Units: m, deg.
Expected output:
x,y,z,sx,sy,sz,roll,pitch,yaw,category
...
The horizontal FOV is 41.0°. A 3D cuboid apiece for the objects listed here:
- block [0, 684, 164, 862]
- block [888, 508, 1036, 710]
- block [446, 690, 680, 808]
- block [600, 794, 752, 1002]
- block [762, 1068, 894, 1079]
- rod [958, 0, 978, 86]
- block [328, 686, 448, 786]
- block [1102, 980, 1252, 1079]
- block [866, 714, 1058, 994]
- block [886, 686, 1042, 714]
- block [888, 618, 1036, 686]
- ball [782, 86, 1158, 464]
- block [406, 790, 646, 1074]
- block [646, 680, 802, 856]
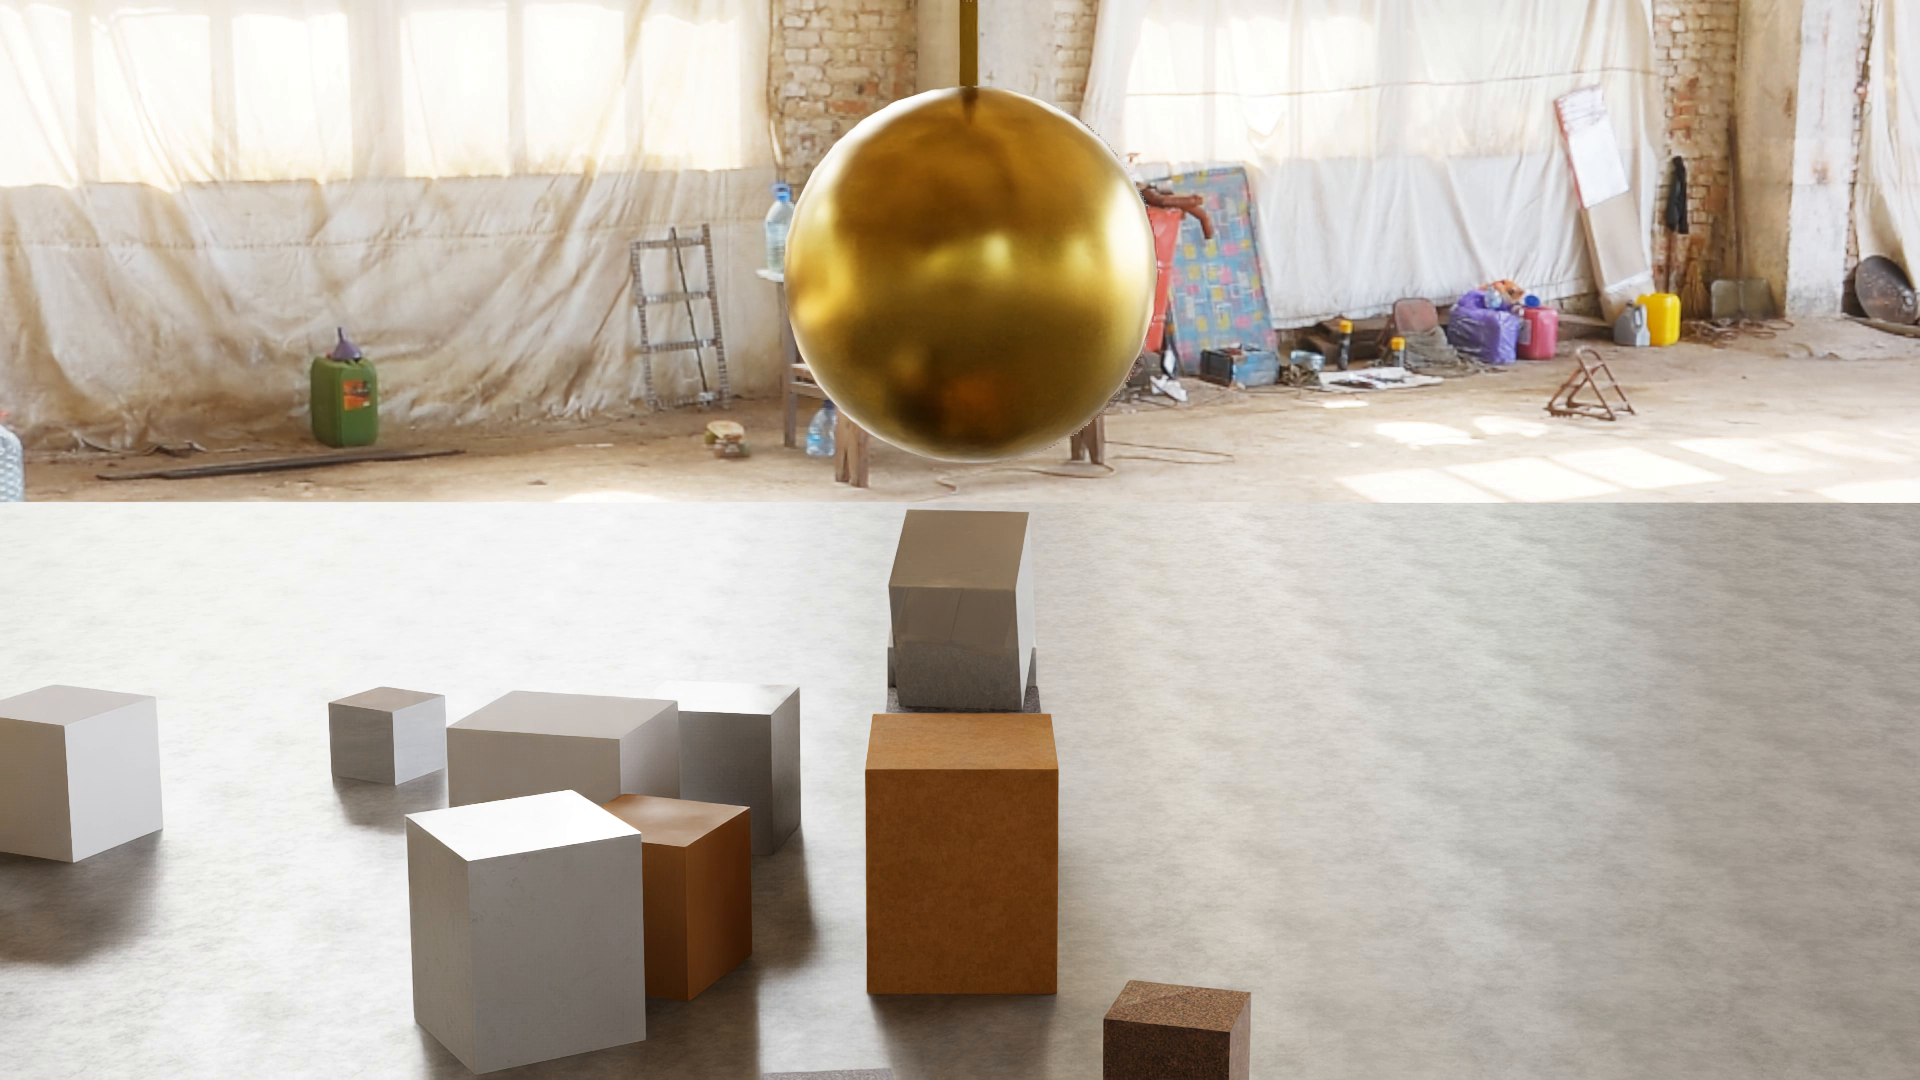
x,y,z,sx,sy,sz,roll,pitch,yaw,category
-4.158,1.070,11.899,0.614,0.637,0.596,5,11,23,block
0.019,0.313,11.709,0.566,0.678,0.599,1,35,8,block
-1.706,1.134,11.135,0.782,0.784,0.691,3,11,14,block
-1.205,1.401,10.140,0.566,0.616,0.574,4,11,20,block
-0.402,1.913,8.006,0.413,0.372,0.427,-1,10,-6,block
0.018,-4.474,10.367,0.080,5.200,0.080,0,10,0,rod
-2.911,0.991,13.064,0.421,0.376,0.405,6,12,28,block
0.729,1.769,8.611,0.423,0.438,0.383,3,11,16,block
0.007,1.236,10.261,0.737,0.897,0.861,0,10,0,block
0.015,1.078,11.783,0.702,0.664,0.718,0,10,0,block
0.007,0.851,12.517,0.701,0.848,0.788,0,10,0,block
0.042,-1.128,10.975,1.600,1.600,1.600,0,10,0,ball
-1.607,1.430,9.486,0.659,0.791,0.659,-6,12,-30,block
-1.124,1.051,11.939,0.652,0.660,0.556,2,10,10,block
